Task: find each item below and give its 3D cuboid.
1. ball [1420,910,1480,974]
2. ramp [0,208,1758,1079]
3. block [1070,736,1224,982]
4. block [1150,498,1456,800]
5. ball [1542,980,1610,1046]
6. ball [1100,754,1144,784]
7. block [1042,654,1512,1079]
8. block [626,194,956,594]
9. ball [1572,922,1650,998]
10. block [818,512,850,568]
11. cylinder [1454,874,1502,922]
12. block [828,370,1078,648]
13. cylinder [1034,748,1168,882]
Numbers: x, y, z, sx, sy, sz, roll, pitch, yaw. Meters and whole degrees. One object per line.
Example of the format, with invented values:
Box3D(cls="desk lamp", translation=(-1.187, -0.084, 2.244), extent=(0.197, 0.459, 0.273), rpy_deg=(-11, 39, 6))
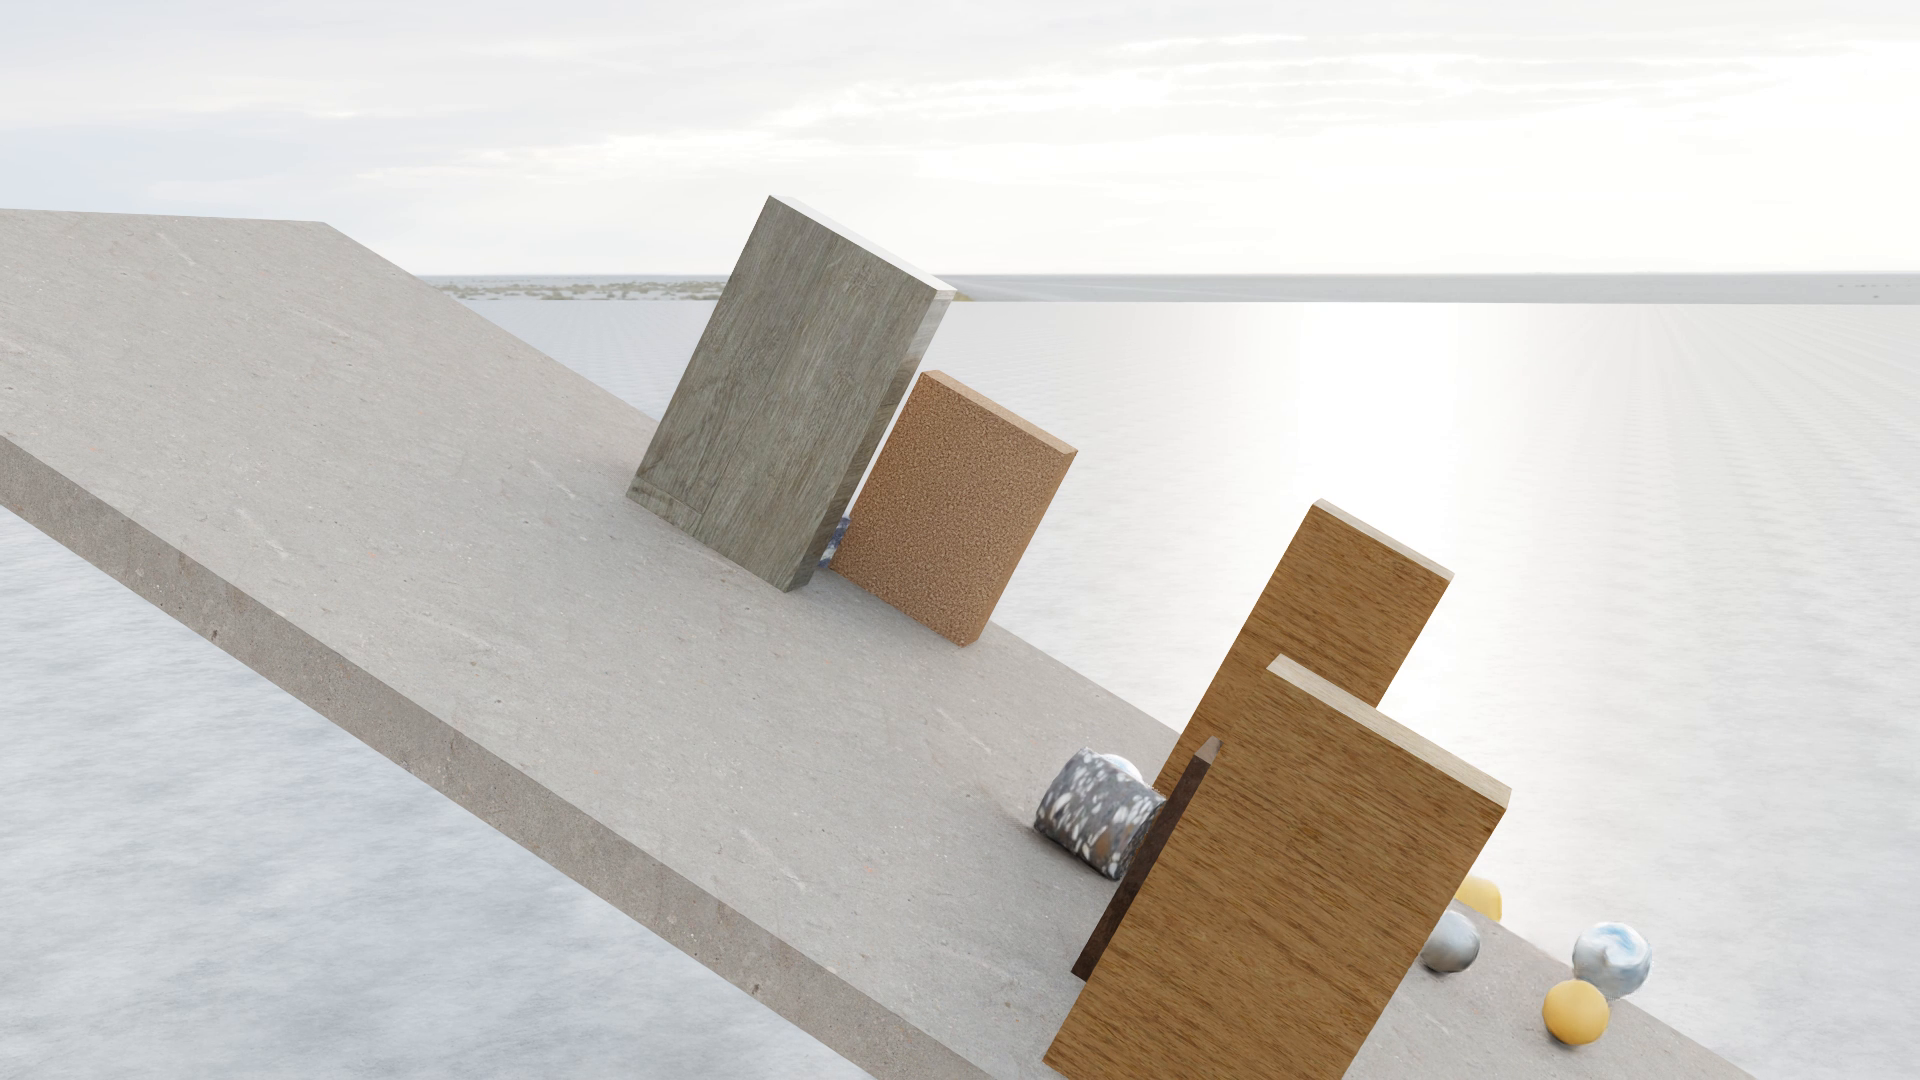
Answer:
Box3D(cls="ball", translation=(0.964, 0.794, 4.339), extent=(0.122, 0.122, 0.122), rpy_deg=(0, 7, 0))
Box3D(cls="ramp", translation=(-0.217, 0.359, 4.145), extent=(4.000, 0.100, 2.000), rpy_deg=(31, 14, 12))
Box3D(cls="block", translation=(0.413, 0.573, 3.493), extent=(0.289, 0.415, 0.150), rpy_deg=(31, 14, 12))
Box3D(cls="block", translation=(0.585, 0.322, 4.002), extent=(0.276, 0.755, 0.117), rpy_deg=(31, 14, 12))
Box3D(cls="ball", translation=(1.207, 0.926, 4.311), extent=(0.127, 0.127, 0.127), rpy_deg=(0, 7, 0))
Box3D(cls="ball", translation=(0.276, 0.477, 4.136), extent=(0.146, 0.146, 0.146), rpy_deg=(0, 7, 0))
Box3D(cls="block", translation=(0.442, 0.548, 3.111), extent=(0.369, 0.670, 0.126), rpy_deg=(31, 14, 12))
Box3D(cls="block", translation=(-0.356, -0.303, 4.569), extent=(0.408, 0.708, 0.130), rpy_deg=(31, 14, 12))
Box3D(cls="ball", translation=(1.390, 0.895, 4.690), extent=(0.161, 0.161, 0.161), rpy_deg=(0, 7, 0))
Box3D(cls="block", translation=(-0.339, -0.035, 4.850), extent=(0.125, 0.125, 0.125), rpy_deg=(20, 16, -29))
Box3D(cls="cylinder", translation=(1.379, 1.008, 6.088), extent=(0.171, 0.171, 0.171), rpy_deg=(17, -2, -30))
Box3D(cls="block", translation=(-0.022, -0.071, 4.823), extent=(0.363, 0.486, 0.120), rpy_deg=(31, 14, 12))
Box3D(cls="cylinder", translation=(0.255, 0.495, 3.973), extent=(0.175, 0.175, 0.175), rpy_deg=(32, 18, 18))
